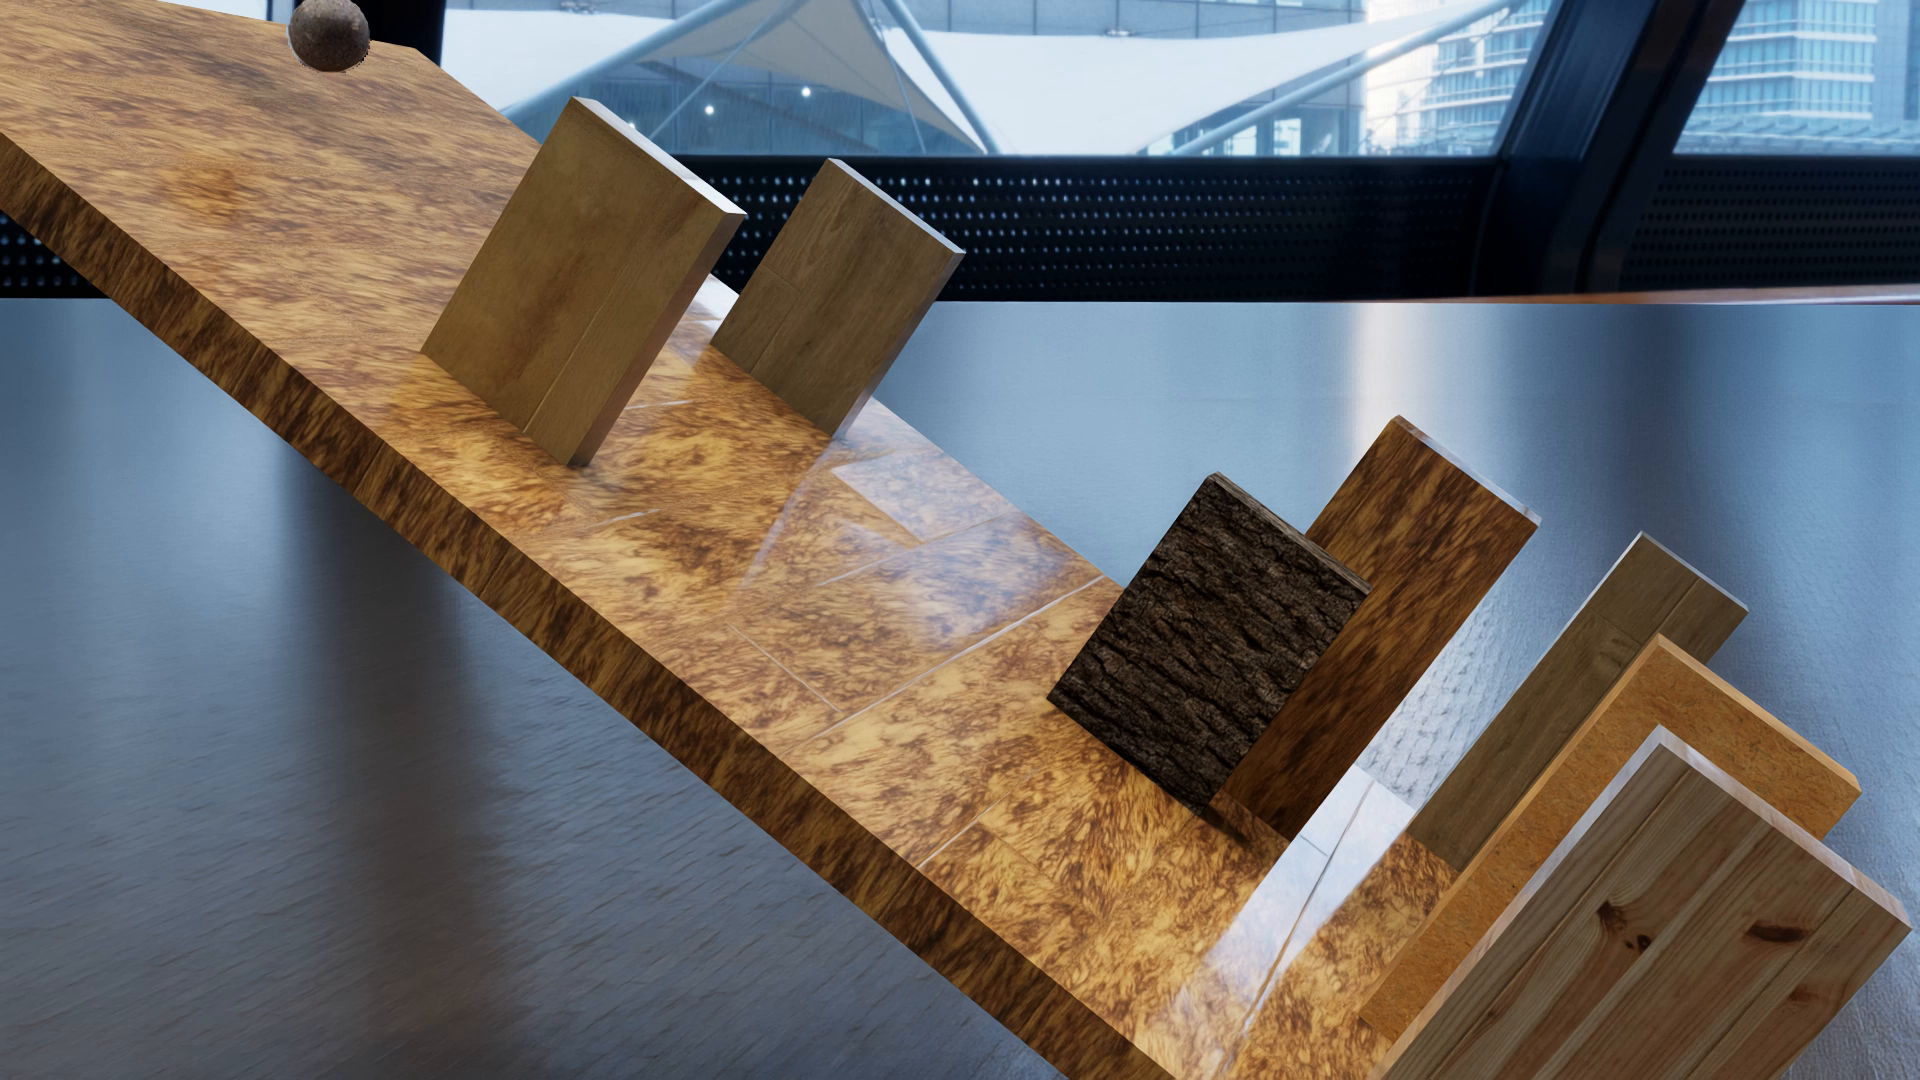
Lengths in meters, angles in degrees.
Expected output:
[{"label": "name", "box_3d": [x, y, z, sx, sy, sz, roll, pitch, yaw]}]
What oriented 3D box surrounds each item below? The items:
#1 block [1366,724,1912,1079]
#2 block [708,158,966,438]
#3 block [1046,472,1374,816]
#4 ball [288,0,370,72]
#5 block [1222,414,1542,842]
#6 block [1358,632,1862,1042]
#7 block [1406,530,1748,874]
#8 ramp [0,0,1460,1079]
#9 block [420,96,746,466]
[{"label": "block", "box_3d": [0.869, 0.663, 2.971, 0.382, 0.743, 0.130, 38, 16, 10]}, {"label": "block", "box_3d": [-0.261, -0.508, 4.629, 0.339, 0.471, 0.081, 38, 16, 10]}, {"label": "block", "box_3d": [0.447, 0.186, 3.960, 0.347, 0.507, 0.104, 38, 16, 10]}, {"label": "ball", "box_3d": [-1.229, -0.988, 4.285, 0.151, 0.151, 0.151, 0, 7, 0]}, {"label": "block", "box_3d": [0.723, 0.167, 4.131, 0.325, 0.751, 0.139, 38, 16, 10]}, {"label": "block", "box_3d": [1.021, 0.570, 3.506, 0.367, 0.774, 0.122, 38, 16, 10]}, {"label": "block", "box_3d": [1.277, 0.375, 4.581, 0.258, 0.793, 0.092, 38, 16, 10]}, {"label": "ramp", "box_3d": [-0.087, 0.158, 4.080, 4.000, 0.100, 2.000, 38, 16, 10]}, {"label": "block", "box_3d": [-0.616, -0.417, 3.572, 0.321, 0.497, 0.087, 38, 16, 10]}]
